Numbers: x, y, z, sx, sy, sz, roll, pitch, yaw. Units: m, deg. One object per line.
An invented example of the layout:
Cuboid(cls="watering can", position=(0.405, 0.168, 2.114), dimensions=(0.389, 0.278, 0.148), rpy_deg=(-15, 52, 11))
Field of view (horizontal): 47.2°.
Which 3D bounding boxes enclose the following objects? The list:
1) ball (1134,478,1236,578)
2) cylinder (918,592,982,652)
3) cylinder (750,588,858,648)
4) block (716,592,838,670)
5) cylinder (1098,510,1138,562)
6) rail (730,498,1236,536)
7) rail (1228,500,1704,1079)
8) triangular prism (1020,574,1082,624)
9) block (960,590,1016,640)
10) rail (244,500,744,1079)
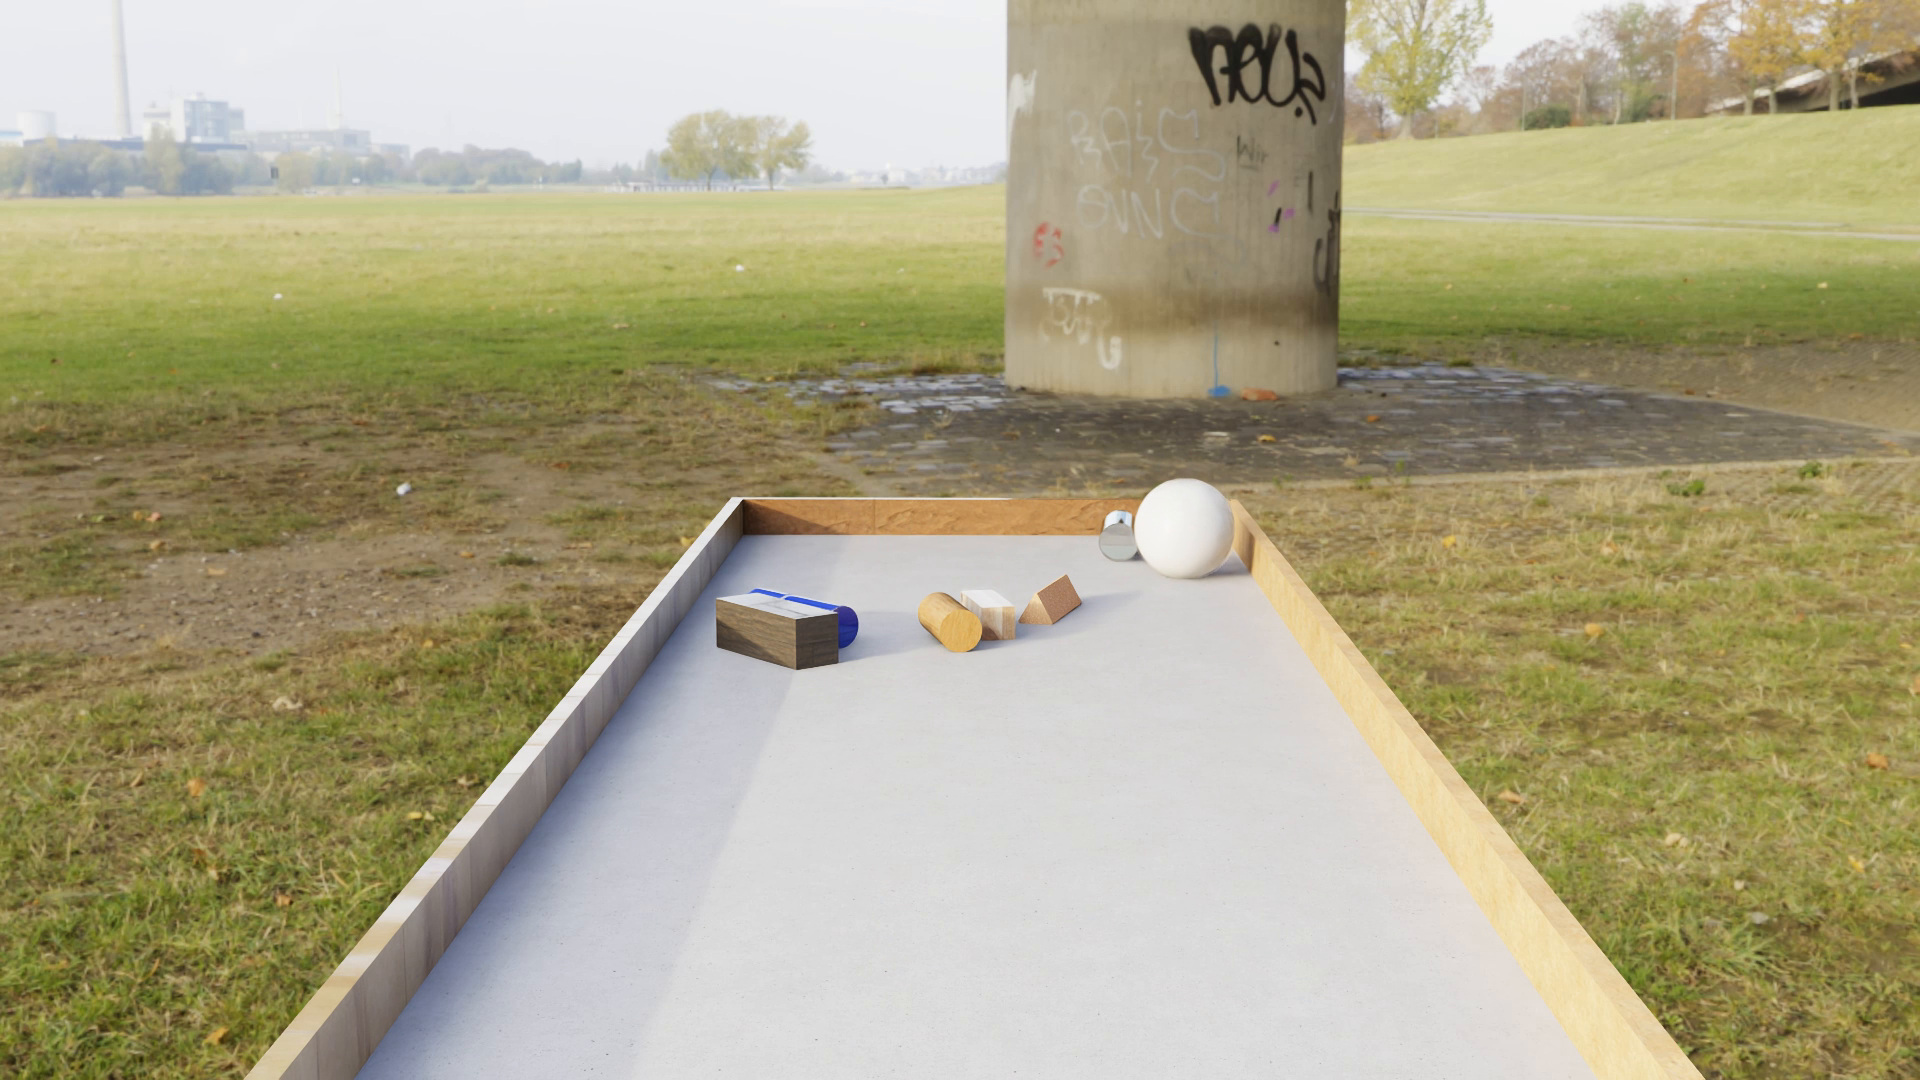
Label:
Cuboid(cls="ball", position=(0.828, -0.043, 8.098), dimensions=(0.370, 0.370, 0.370), rpy_deg=(0, 9, 0))
Cuboid(cls="cylinder", position=(-0.034, 0.258, 6.949), dimensions=(0.135, 0.135, 0.311), rpy_deg=(-2, 9, -13))
Cuboid(cls="cylinder", position=(-0.512, 0.248, 7.021), dimensions=(0.134, 0.134, 0.429), rpy_deg=(-8, 12, -42))
Cuboid(cls="block", position=(-0.565, 0.278, 6.759), dimensions=(0.156, 0.156, 0.435), rpy_deg=(-7, 12, -39))
Cuboid(cls="cylinder", position=(0.626, -0.017, 8.628), dimensions=(0.153, 0.153, 0.348), rpy_deg=(1, 9, 5))
Cuboid(cls="rail", position=(0.099, -0.098, 9.147), dimensions=(2.100, 0.150, 0.050), rpy_deg=(0, 9, 1))
Cuboid(cls="rail", position=(1.046, 0.843, 3.208), dimensions=(0.050, 0.150, 12.000), rpy_deg=(0, 9, 1))
Cuboid(cls="triangular prism", position=(0.307, 0.196, 7.433), dimensions=(0.117, 0.101, 0.390), rpy_deg=(3, 10, 17))
Cuboid(cls="block", position=(0.089, 0.242, 7.135), dimensions=(0.108, 0.108, 0.303), rpy_deg=(-2, 9, -13))
Cuboid(cls="rail", position=(-1.004, 0.839, 3.234), dimensions=(0.050, 0.150, 12.000), rpy_deg=(0, 9, 1))
